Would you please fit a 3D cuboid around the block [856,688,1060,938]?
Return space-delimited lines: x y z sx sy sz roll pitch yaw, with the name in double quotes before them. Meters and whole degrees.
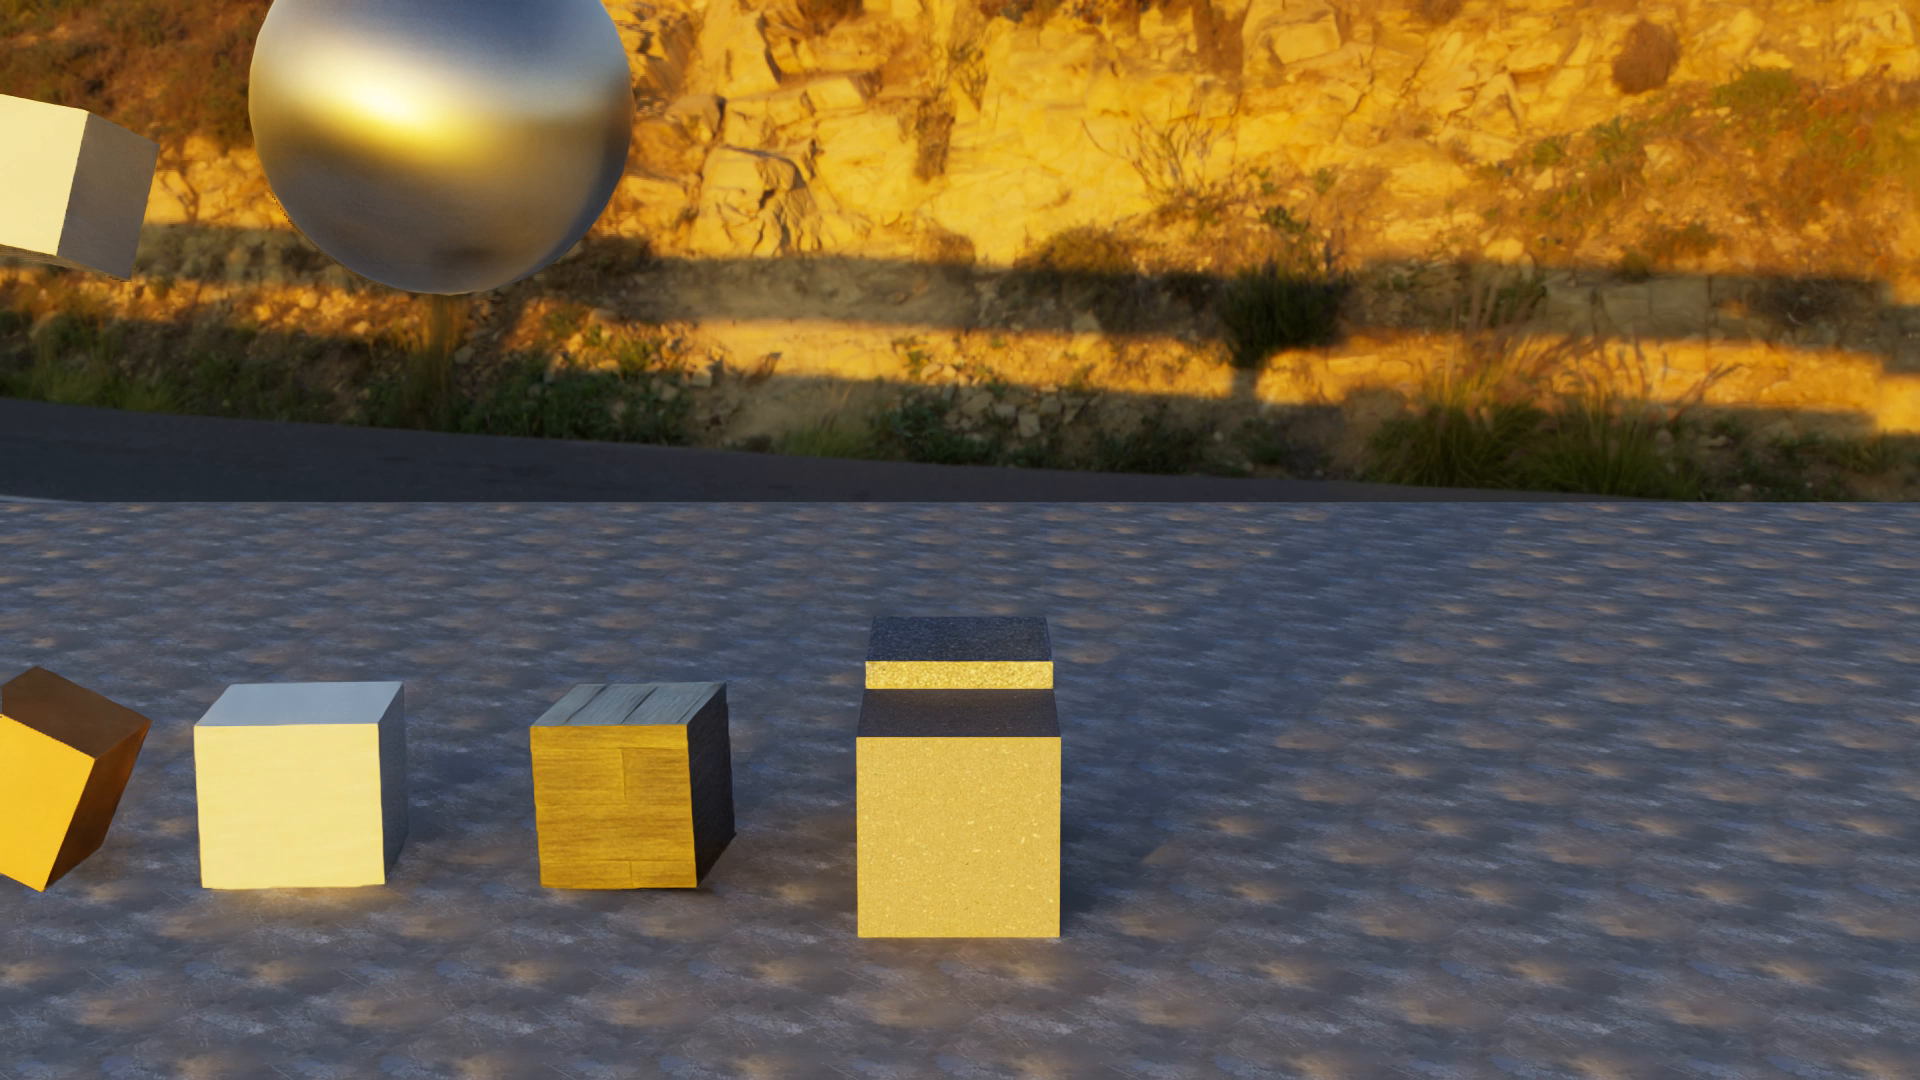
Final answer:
"block" -0.006 1.144 10.902 0.829 0.849 0.835 0 10 0

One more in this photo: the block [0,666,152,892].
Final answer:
"block" -4.076 1.047 11.362 0.576 0.673 0.613 25 13 0

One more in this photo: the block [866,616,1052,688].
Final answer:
"block" -0.002 0.924 11.776 0.819 0.969 0.946 0 10 0

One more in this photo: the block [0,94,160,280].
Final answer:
"block" -3.927 -1.516 10.925 0.669 0.608 0.663 12 -1 9

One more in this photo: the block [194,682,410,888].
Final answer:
"block" -2.944 1.088 11.546 0.784 0.728 0.784 -1 10 -4

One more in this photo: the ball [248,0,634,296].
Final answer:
"ball" -2.181 -1.839 10.846 1.600 1.600 1.600 0 10 0

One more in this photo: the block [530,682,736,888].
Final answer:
"block" -1.448 1.086 11.474 0.693 0.728 0.790 -1 10 8
